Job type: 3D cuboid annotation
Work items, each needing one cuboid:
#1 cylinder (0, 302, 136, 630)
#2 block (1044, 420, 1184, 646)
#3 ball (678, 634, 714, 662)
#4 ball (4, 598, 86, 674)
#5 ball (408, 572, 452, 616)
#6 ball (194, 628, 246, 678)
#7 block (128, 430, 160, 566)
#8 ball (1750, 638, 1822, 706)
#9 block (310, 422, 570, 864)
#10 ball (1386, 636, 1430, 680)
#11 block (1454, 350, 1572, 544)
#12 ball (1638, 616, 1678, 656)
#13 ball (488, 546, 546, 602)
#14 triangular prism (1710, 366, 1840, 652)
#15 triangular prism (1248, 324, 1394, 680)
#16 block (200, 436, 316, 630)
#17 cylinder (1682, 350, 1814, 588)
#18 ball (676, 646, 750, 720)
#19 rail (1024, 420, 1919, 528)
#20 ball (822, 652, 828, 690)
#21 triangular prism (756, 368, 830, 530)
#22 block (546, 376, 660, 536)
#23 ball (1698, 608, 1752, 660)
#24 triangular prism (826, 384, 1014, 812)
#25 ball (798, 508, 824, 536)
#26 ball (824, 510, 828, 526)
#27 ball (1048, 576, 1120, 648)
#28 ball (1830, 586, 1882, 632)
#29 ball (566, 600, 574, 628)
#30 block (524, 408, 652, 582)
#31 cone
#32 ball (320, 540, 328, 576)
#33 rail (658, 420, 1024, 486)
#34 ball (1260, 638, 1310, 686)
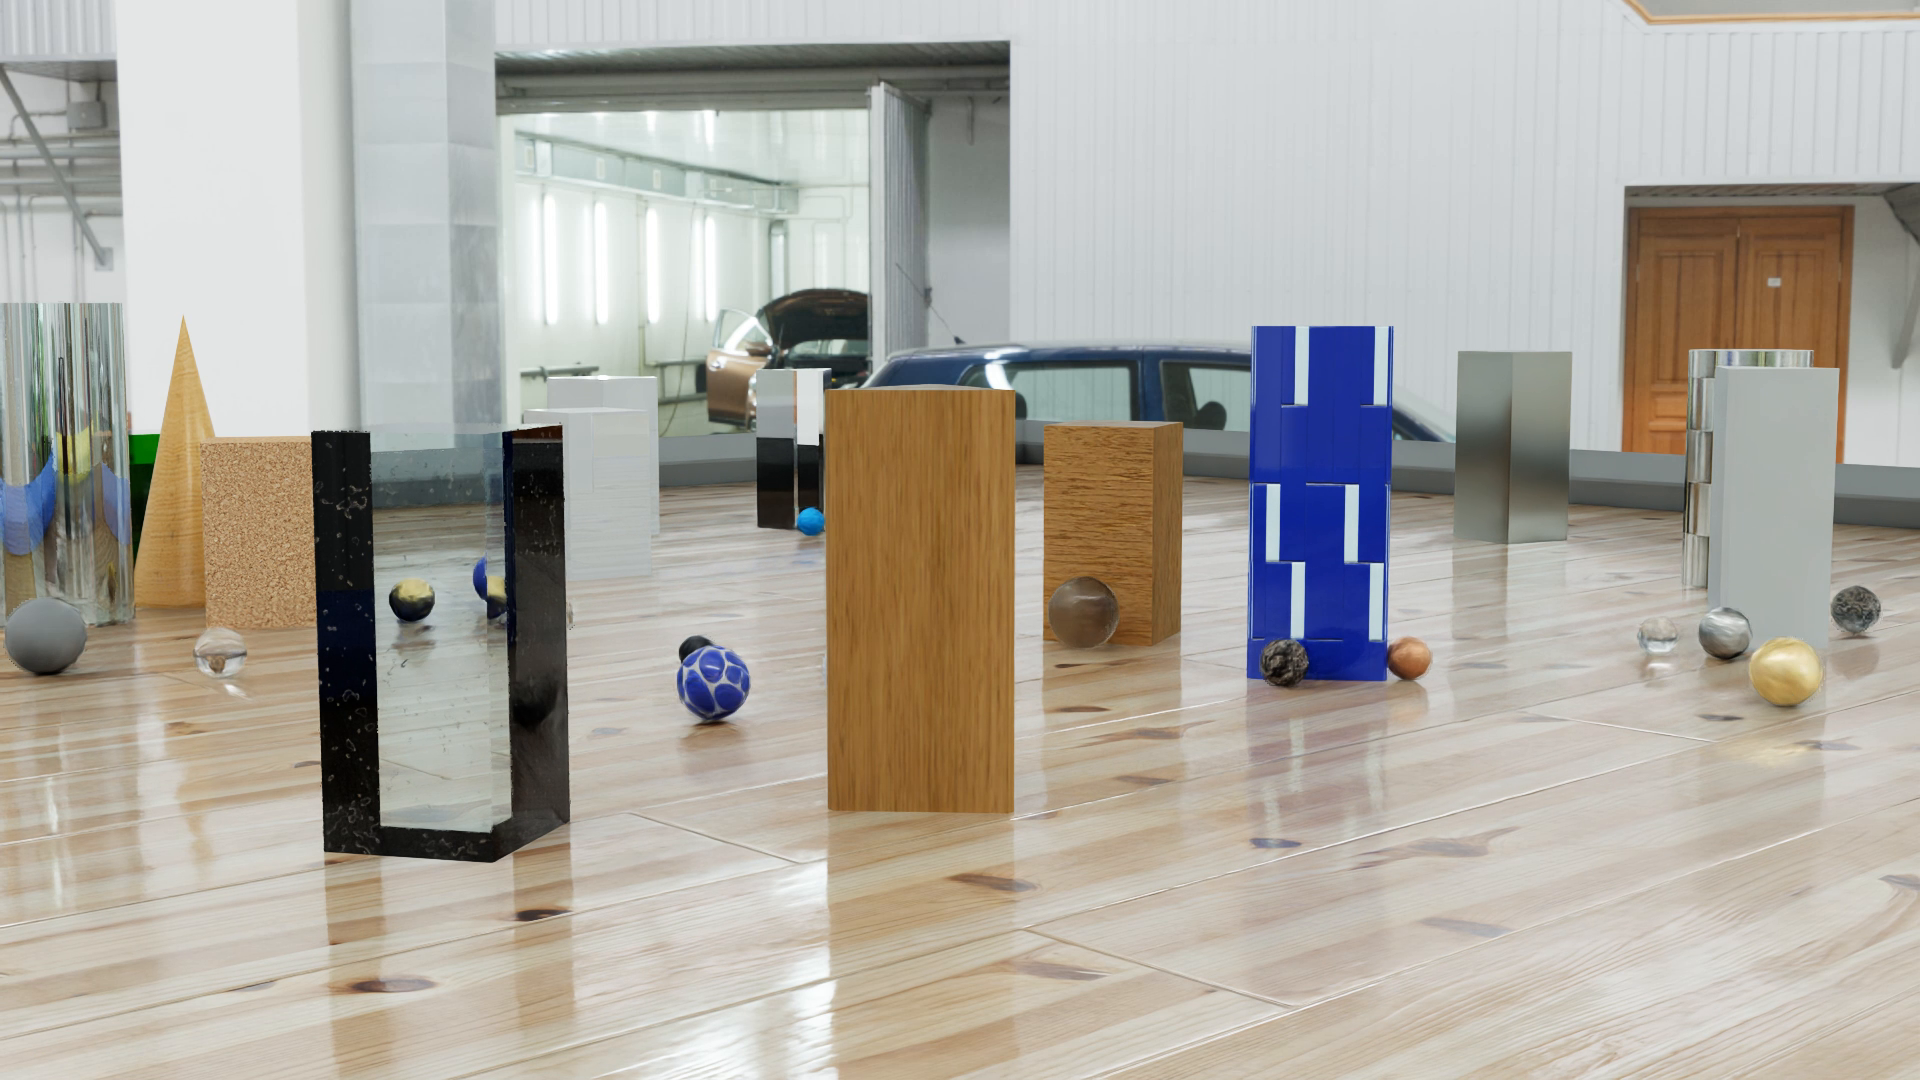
[{"bbox_3d":[-1.275,-0.109,3.109,0.188,0.451,0.188,0,6,0],"label":"cylinder"},{"bbox_3d":[0.208,-0.013,2.980,0.151,0.288,0.151,2,6,20],"label":"block"},{"bbox_3d":[-0.321,0.139,2.690,0.046,0.046,0.046,0,6,0],"label":"ball"},{"bbox_3d":[-1.114,0.117,2.681,0.092,0.092,0.092,0,6,0],"label":"ball"},{"bbox_3d":[-0.766,0.079,3.181,0.063,0.063,0.063,0,6,0],"label":"ball"},{"bbox_3d":[-0.892,0.136,2.650,0.061,0.061,0.061,0,6,0],"label":"ball"},{"bbox_3d":[-1.390,-0.072,3.806,0.151,0.231,0.151,-4,7,-31],"label":"block"},{"bbox_3d":[0.925,0.147,2.465,0.077,0.077,0.077,0,6,0],"label":"ball"},{"bbox_3d":[-0.431,0.079,1.841,0.151,0.345,0.151,2,6,14],"label":"block"},{"bbox_3d":[0.537,0.141,2.638,0.053,0.053,0.053,0,6,0],"label":"ball"},{"bbox_3d":[1.061,-0.182,4.225,0.151,0.361,0.151,-3,7,-29],"label":"block"},{"bbox_3d":[0.895,0.123,2.820,0.050,0.050,0.050,0,6,0],"label":"ball"},{"bbox_3d":[-0.672,0.051,3.338,0.086,0.086,0.086,0,6,0],"label":"ball"},{"bbox_3d":[1.041,-0.045,2.912,0.163,0.366,0.141,-2,6,-17],"label":"triangular prism"},{"bbox_3d":[0.437,-0.050,2.687,0.163,0.423,0.141,1,6,7],"label":"triangular prism"},{"bbox_3d":[-0.990,-0.014,3.122,0.151,0.259,0.151,-2,6,-15],"label":"block"},{"bbox_3d":[1.263,-0.116,3.529,0.188,0.377,0.188,0,6,0],"label":"cylinder"},{"bbox_3d":[-0.267,0.155,2.382,0.080,0.080,0.080,0,6,0],"label":"ball"},{"bbox_3d":[1.574,-0.121,4.777,0.045,0.122,4.154,-6,8,-42],"label":"rail"},{"bbox_3d":[-0.111,0.146,2.441,0.086,0.086,0.086,0,6,0],"label":"ball"},{"bbox_3d":[-0.305,-0.186,4.462,0.163,0.320,0.141,4,7,33],"label":"triangular prism"},{"bbox_3d":[-0.697,-0.163,4.300,0.151,0.309,0.151,4,7,35],"label":"block"},{"bbox_3d":[0.971,0.119,2.793,0.065,0.065,0.065,0,6,0],"label":"ball"},{"bbox_3d":[-0.030,0.048,2.001,0.163,0.373,0.141,0,6,4],"label":"triangular prism"},{"bbox_3d":[-0.292,-0.035,4.303,0.054,0.054,0.054,0,6,0],"label":"ball"},{"bbox_3d":[-0.244,-0.044,4.380,0.054,0.054,0.054,0,6,0],"label":"ball"},{"bbox_3d":[0.162,0.095,2.877,0.094,0.094,0.094,0,6,0],"label":"ball"},{"bbox_3d":[1.230,0.095,3.018,0.064,0.064,0.064,0,6,0],"label":"ball"},{"bbox_3d":[-0.556,0.101,3.013,0.053,0.053,0.053,0,6,0],"label":"ball"},{"bbox_3d":[-0.622,-0.080,3.674,0.151,0.274,0.151,-5,8,-39],"label":"block"},{"bbox_3d":[-1.168,-0.124,3.329,0.188,0.435,0.188,0,6,0],"label":"cone"},{"bbox_3d":[-1.065,0.029,3.559,0.083,0.083,0.083,0,6,0],"label":"ball"},{"bbox_3d":[-1.393,-0.127,4.833,4.331,0.122,0.045,-6,8,-42],"label":"rail"},{"bbox_3d":[0.383,0.144,2.590,0.057,0.057,0.057,0,6,0],"label":"ball"}]
